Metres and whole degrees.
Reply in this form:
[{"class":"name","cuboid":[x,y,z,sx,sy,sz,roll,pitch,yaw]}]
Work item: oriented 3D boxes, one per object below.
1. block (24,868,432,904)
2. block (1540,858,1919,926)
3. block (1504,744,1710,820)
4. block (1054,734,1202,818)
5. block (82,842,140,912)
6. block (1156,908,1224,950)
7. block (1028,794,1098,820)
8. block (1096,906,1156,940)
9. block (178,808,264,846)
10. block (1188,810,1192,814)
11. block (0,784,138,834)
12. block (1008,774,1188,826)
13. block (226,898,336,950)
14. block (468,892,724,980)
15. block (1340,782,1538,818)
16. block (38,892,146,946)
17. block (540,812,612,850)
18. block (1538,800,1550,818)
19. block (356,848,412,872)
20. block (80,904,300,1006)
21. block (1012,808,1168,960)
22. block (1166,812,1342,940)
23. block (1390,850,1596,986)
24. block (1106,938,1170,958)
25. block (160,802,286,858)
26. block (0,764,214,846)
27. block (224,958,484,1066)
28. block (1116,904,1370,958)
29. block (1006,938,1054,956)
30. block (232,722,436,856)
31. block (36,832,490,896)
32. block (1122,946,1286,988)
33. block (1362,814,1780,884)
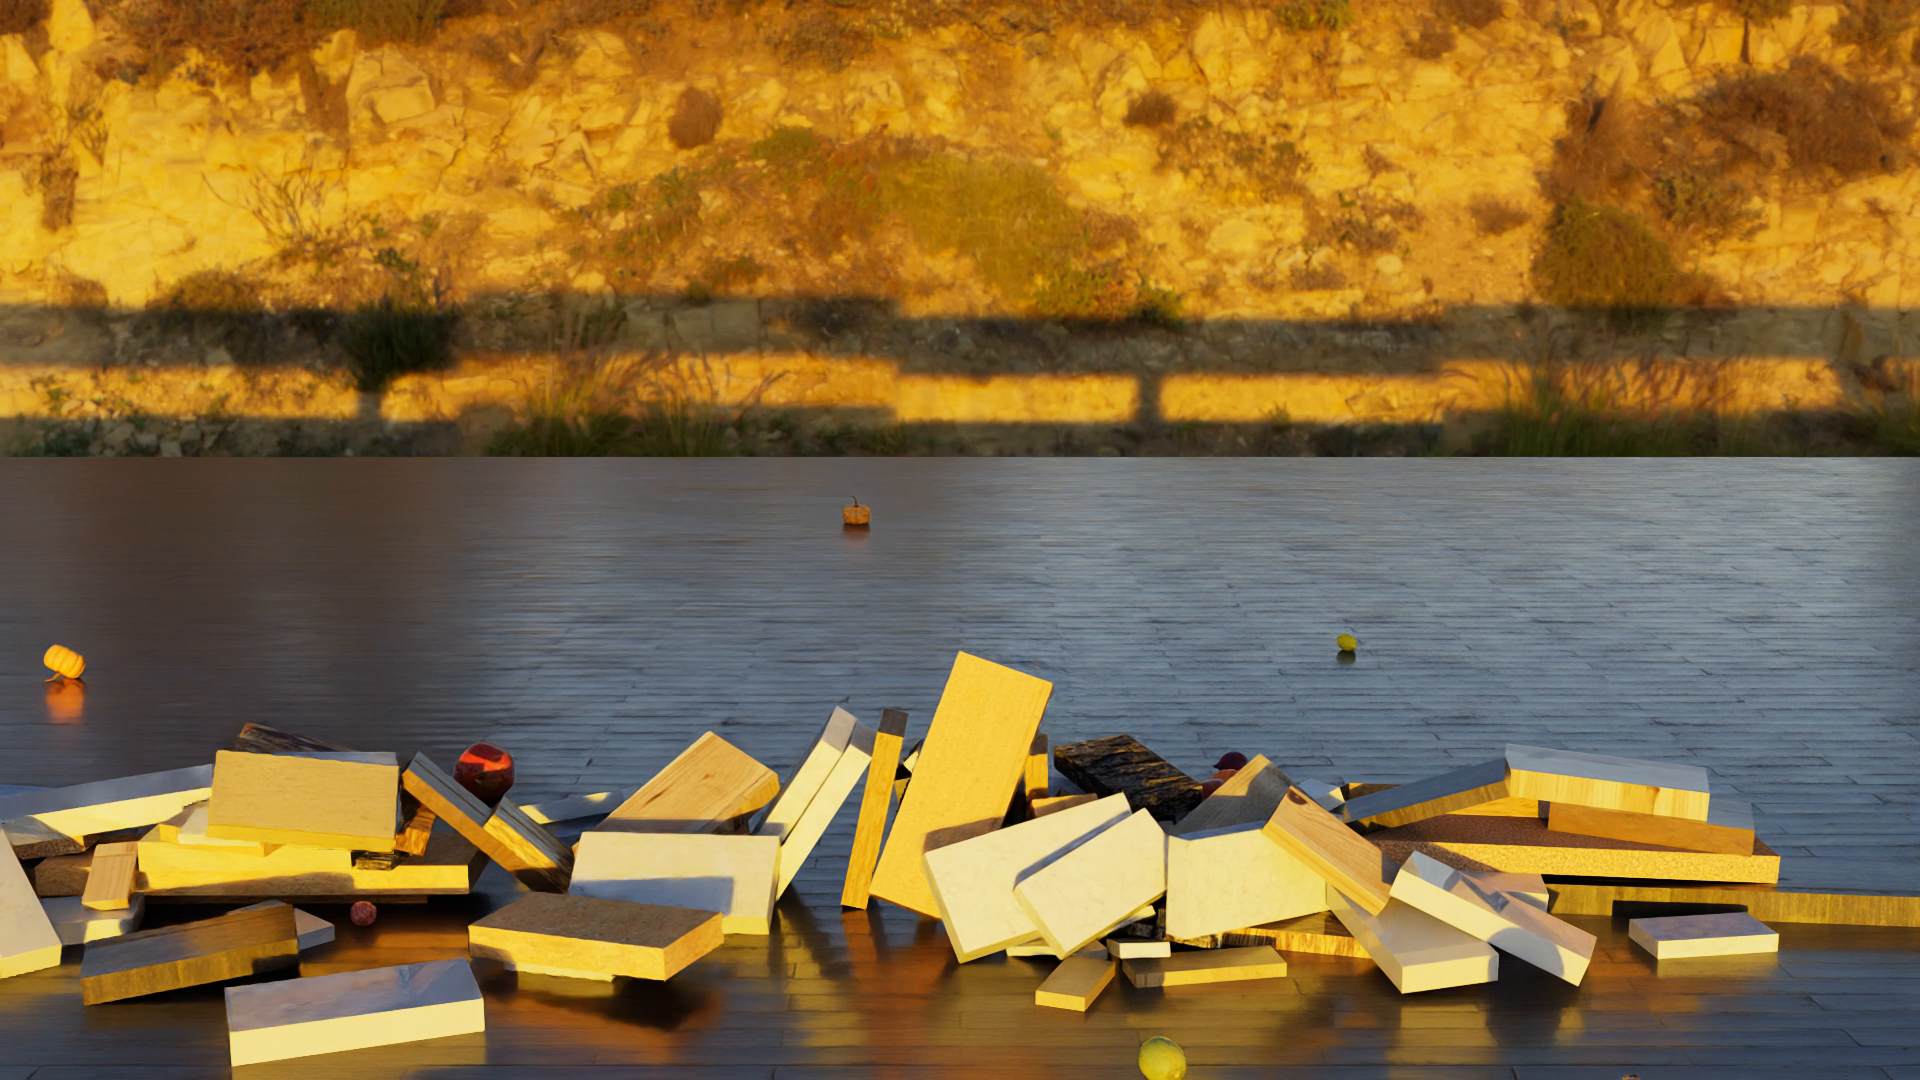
[{"class":"block","cuboid":[-1.352,0.576,3.666,0.948,0.028,0.100,0,11,0]},{"class":"block","cuboid":[1.662,0.581,3.583,1.426,0.049,0.173,1,11,6]},{"class":"block","cuboid":[1.083,0.406,3.700,0.328,0.047,0.164,6,11,16]},{"class":"block","cuboid":[0.280,0.398,3.697,0.139,0.039,0.277,-8,16,-21]},{"class":"block","cuboid":[-1.362,0.540,3.536,0.069,0.020,0.139,-5,34,-7]},{"class":"block","cuboid":[0.359,0.608,3.435,0.103,0.052,0.015,3,-25,17]},{"class":"block","cuboid":[0.184,0.511,3.488,0.108,0.215,0.030,-4,-30,-13]},{"class":"block","cuboid":[0.255,0.594,3.414,0.098,0.014,0.049,-22,-17,-1]},{"class":"block","cuboid":[-1.164,0.457,3.500,0.139,0.020,0.069,0,30,10]},{"class":"block","cuboid":[0.344,0.489,3.853,0.277,0.039,0.139,10,14,24]},{"class":"block","cuboid":[-1.651,0.484,3.928,0.327,0.046,0.163,8,5,-30]},{"class":"block","cuboid":[0.234,0.488,3.768,0.329,0.164,0.047,5,43,25]},{"class":"block","cuboid":[-1.078,0.612,3.484,0.176,0.025,0.088,10,14,42]},{"class":"block","cuboid":[-0.550,0.596,3.328,0.340,0.048,0.170,2,10,24]},{"class":"block","cuboid":[0.814,0.456,3.787,0.320,0.045,0.160,2,-12,-1]},{"class":"block","cuboid":[-1.483,0.607,3.480,0.348,0.036,0.126,-2,11,-12]},{"class":"block","cuboid":[-0.681,0.525,3.951,0.176,0.025,0.088,-7,12,-32]},{"class":"block","cuboid":[1.155,0.495,4.044,0.173,0.049,0.347,4,11,18]},{"class":"block","cuboid":[-0.938,0.515,3.608,0.059,0.017,0.119,2,11,9]},{"class":"block","cuboid":[-1.154,0.621,3.306,0.302,0.043,0.151,-8,14,-17]},{"class":"block","cuboid":[0.221,0.527,3.383,0.253,0.126,0.036,-27,-22,-26]},{"class":"block","cuboid":[0.462,0.518,3.424,0.344,0.150,0.043,-2,6,-39]},{"class":"block","cuboid":[0.810,0.570,3.337,0.301,0.043,0.150,25,11,17]},{"class":"block","cuboid":[0.270,0.618,3.338,0.075,0.021,0.149,-1,-7,-4]},{"class":"block","cuboid":[-1.178,0.467,3.557,0.200,0.028,0.100,6,17,19]},{"class":"block","cuboid":[-1.455,0.449,3.696,0.740,0.046,0.163,-8,11,-10]},{"class":"block","cuboid":[-0.861,0.667,3.124,0.340,0.048,0.170,-4,11,-20]},{"class":"block","cuboid":[0.458,0.609,3.481,0.627,0.030,0.108,3,11,15]},{"class":"block","cuboid":[0.125,0.623,3.383,0.098,0.014,0.049,-9,7,34]},{"class":"block","cuboid":[-1.029,0.408,3.616,0.341,0.048,0.171,16,26,-10]},{"class":"block","cuboid":[-1.151,0.539,3.659,0.700,0.048,0.171,0,11,-1]},{"class":"block","cuboid":[0.369,0.644,3.321,0.235,0.021,0.075,-2,11,-11]},{"class":"block","cuboid":[0.989,0.506,3.636,0.677,0.045,0.160,3,10,-2]}]
